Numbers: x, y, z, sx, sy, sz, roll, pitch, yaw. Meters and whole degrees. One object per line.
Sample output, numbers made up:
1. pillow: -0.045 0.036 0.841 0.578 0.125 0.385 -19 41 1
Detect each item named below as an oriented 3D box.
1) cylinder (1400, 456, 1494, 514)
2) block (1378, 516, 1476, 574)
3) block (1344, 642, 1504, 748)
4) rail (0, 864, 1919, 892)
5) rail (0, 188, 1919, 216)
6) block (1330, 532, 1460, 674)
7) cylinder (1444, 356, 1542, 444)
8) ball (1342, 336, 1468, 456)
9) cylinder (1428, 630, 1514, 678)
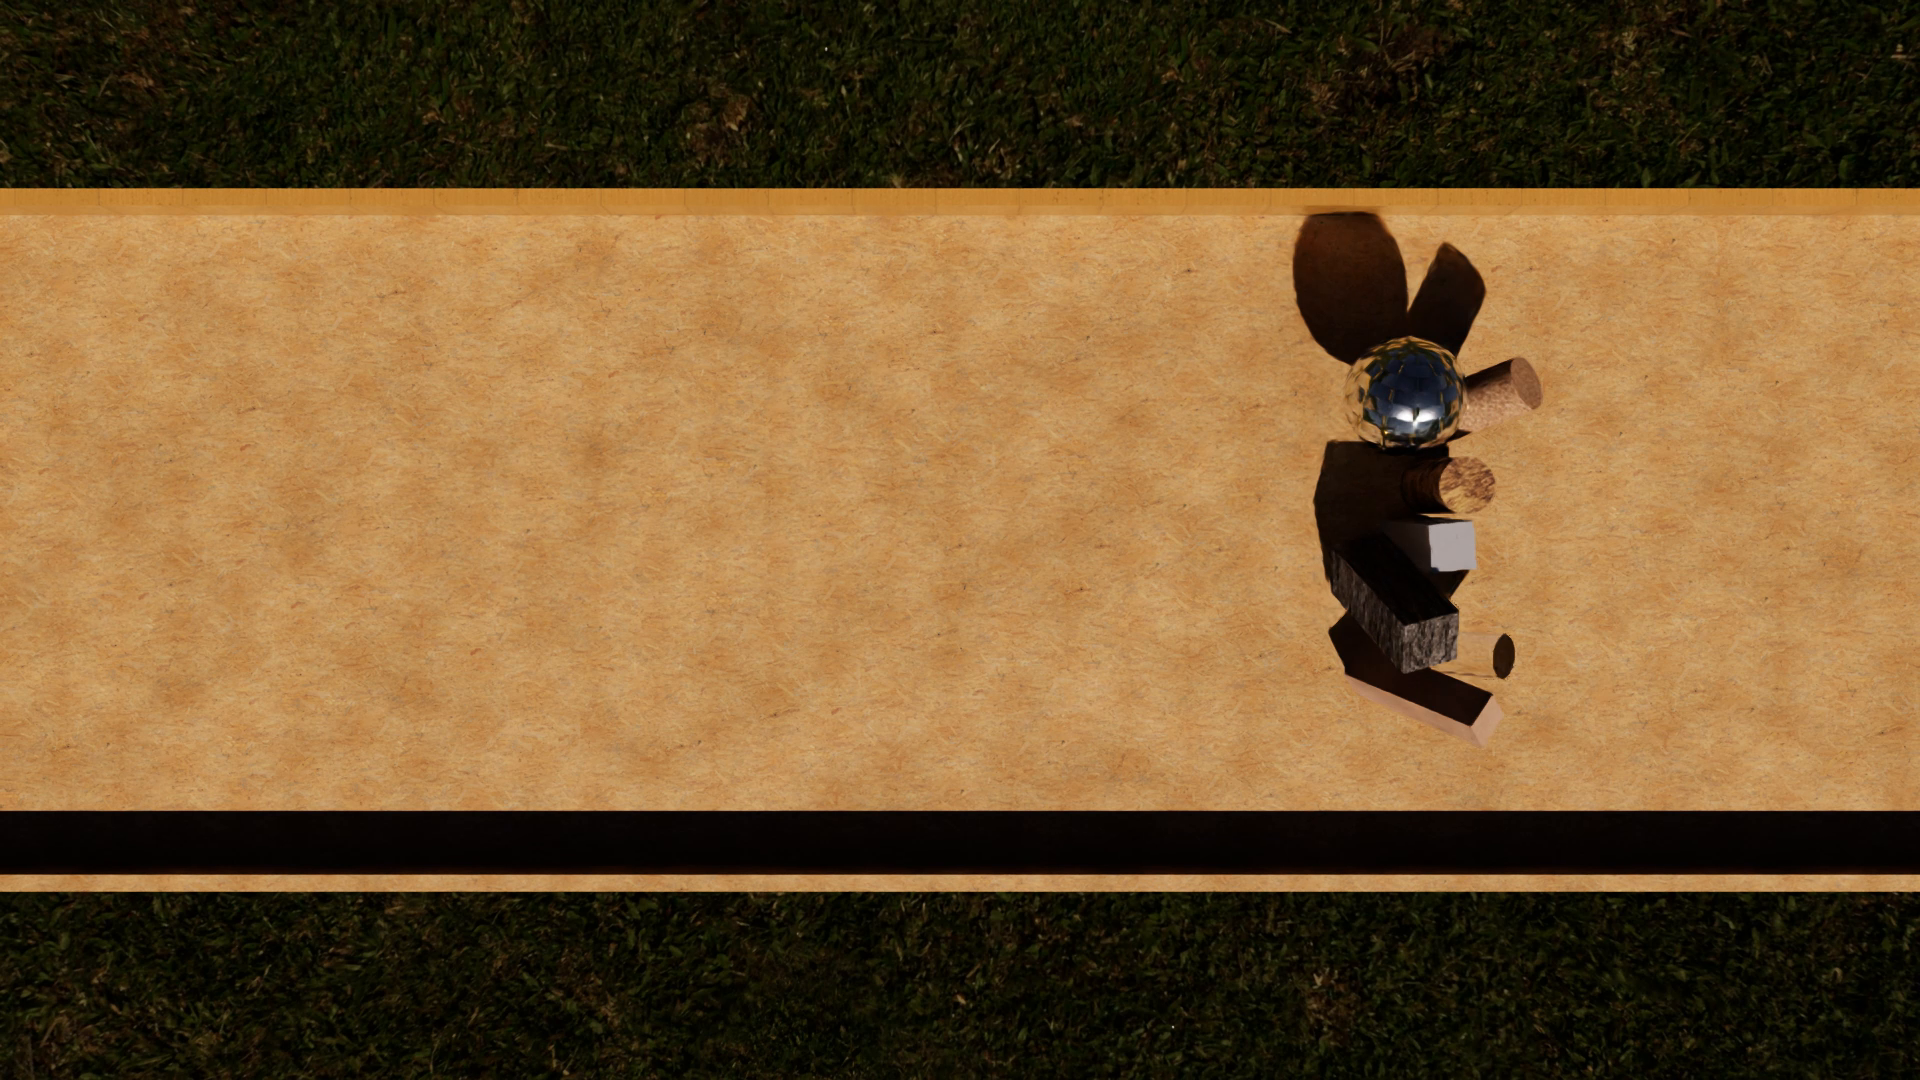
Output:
1. cylinder: 1.447 -0.160 4.913 0.167 0.311 0.167 0 91 -6
2. block: 1.384 0.010 4.898 0.139 0.327 0.139 -6 94 -11
3. block: 1.363 0.453 4.866 0.120 0.444 0.120 -53 134 -14
4. rail: -2.247 1.025 5.001 12.000 0.150 0.050 0 90 0
5. rail: -2.247 -1.025 5.002 12.000 0.150 0.050 0 90 0
6. block: 1.267 0.179 4.834 0.169 0.443 0.169 -14 124 -10
7. cylinder: 1.493 -0.394 4.876 0.405 0.162 0.162 -23 90 44
8. ball: 1.277 -0.413 4.734 0.348 0.348 0.348 0 90 0
9. cylinder: 1.465 0.334 4.911 0.131 0.332 0.131 -2 93 -44
